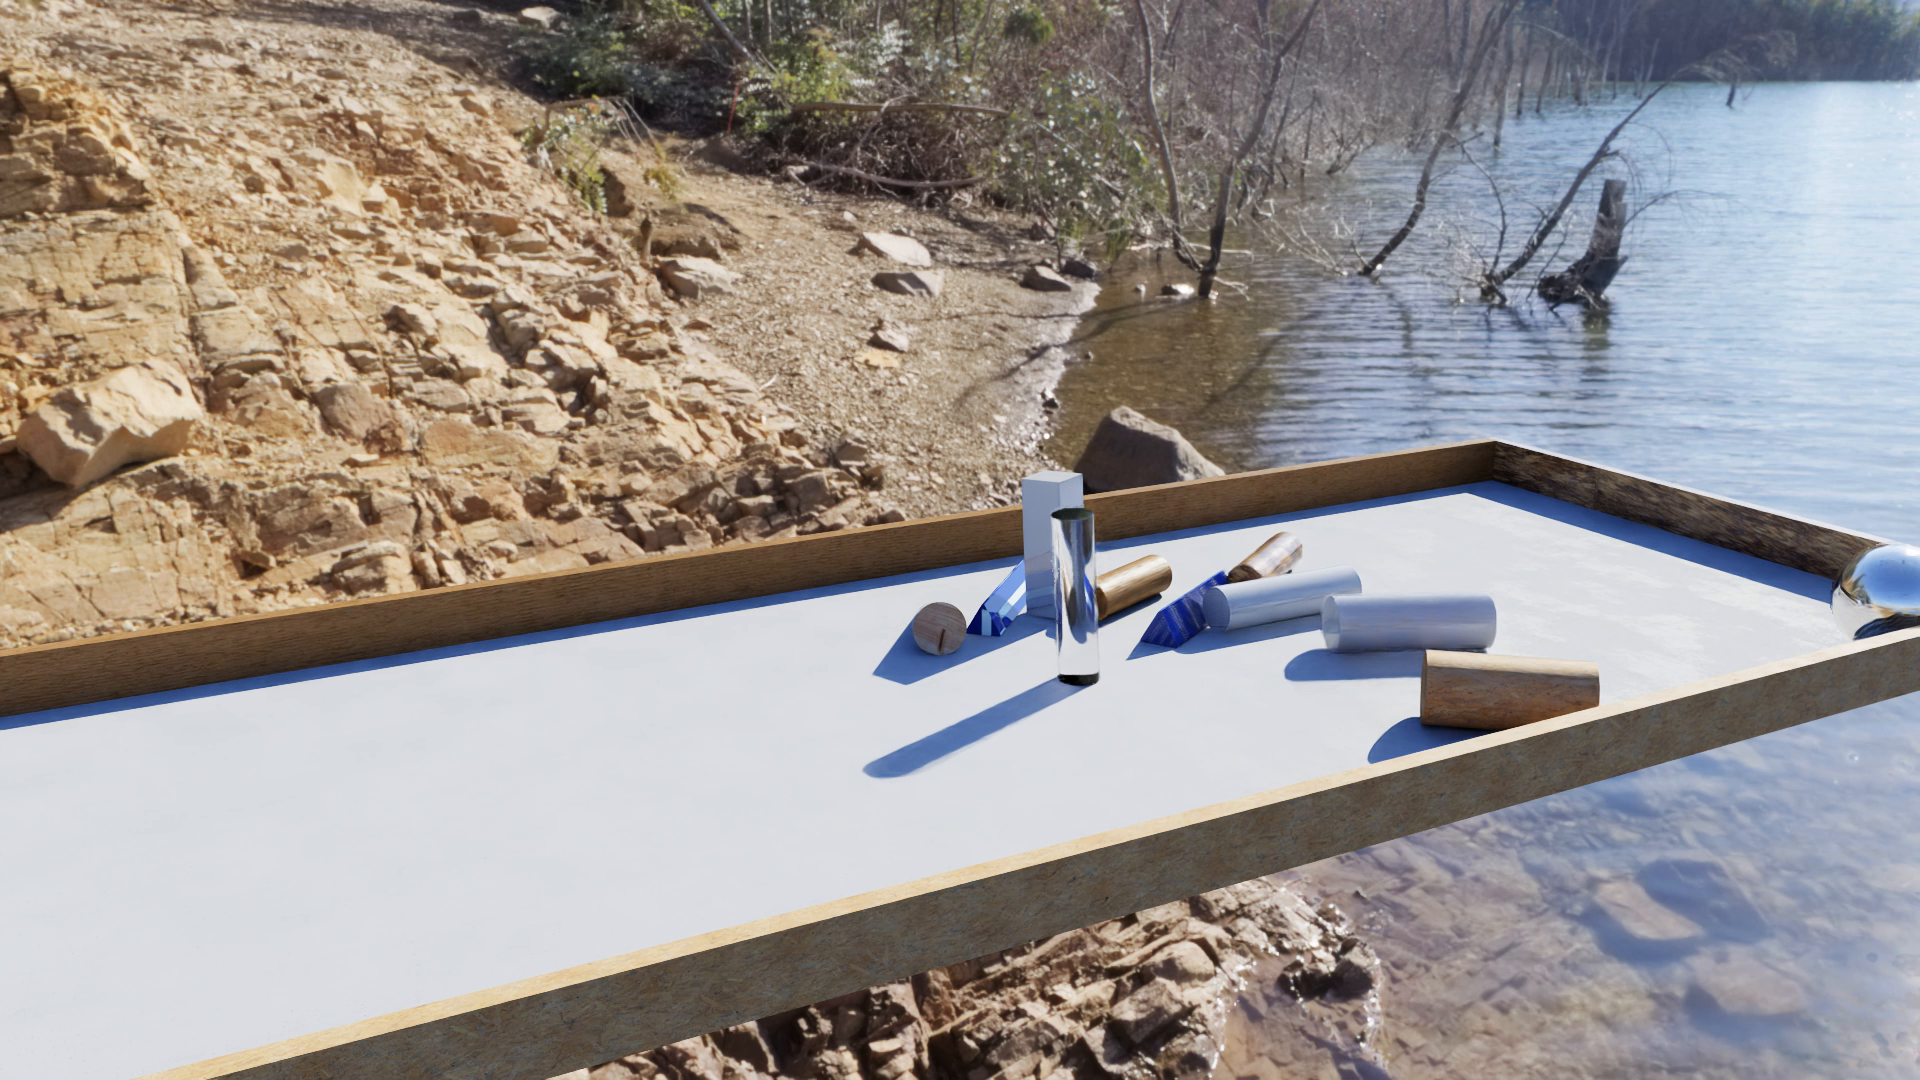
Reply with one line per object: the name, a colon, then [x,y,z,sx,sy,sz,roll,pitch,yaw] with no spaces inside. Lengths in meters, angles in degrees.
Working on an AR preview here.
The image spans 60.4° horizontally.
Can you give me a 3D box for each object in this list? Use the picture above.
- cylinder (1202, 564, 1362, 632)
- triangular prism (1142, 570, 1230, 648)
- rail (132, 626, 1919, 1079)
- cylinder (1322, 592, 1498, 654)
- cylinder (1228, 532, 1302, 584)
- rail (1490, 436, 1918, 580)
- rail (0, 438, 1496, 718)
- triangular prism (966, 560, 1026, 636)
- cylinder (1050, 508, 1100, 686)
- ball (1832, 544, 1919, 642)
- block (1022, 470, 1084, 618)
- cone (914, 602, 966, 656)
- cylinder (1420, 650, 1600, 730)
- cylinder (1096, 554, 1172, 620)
cylinder: [0.898,0.161,4.581,0.451,0.127,0.127,-8,18,-26]
triangular prism: [0.641,0.182,4.562,0.108,0.093,0.427,9,19,30]
rail: [-2.336,1.006,1.665,12.000,0.150,0.050,-9,18,-27]
cylinder: [1.182,0.218,4.346,0.418,0.151,0.151,-1,16,-5]
cylinder: [0.907,0.078,4.892,0.112,0.112,0.383,8,18,27]
rail: [2.466,-0.048,5.253,0.050,0.150,2.100,-9,18,-27]
rail: [-3.305,0.497,3.399,12.000,0.150,0.050,-9,18,-27]
triangular prism: [0.123,0.157,4.660,0.099,0.086,0.426,5,17,16]
cylinder: [0.288,0.142,4.096,0.105,0.432,0.105,-3,18,1]
ball: [2.436,0.159,4.290,0.295,0.295,0.295,0,16,0]
block: [0.264,0.012,4.609,0.123,0.390,0.123,7,17,34]
cone: [-0.078,0.207,4.526,0.142,0.142,0.424,-2,7,-7]
cylinder: [1.272,0.356,3.833,0.376,0.176,0.176,4,17,12]
cylinder: [0.467,0.134,4.695,0.115,0.115,0.335,13,21,37]
